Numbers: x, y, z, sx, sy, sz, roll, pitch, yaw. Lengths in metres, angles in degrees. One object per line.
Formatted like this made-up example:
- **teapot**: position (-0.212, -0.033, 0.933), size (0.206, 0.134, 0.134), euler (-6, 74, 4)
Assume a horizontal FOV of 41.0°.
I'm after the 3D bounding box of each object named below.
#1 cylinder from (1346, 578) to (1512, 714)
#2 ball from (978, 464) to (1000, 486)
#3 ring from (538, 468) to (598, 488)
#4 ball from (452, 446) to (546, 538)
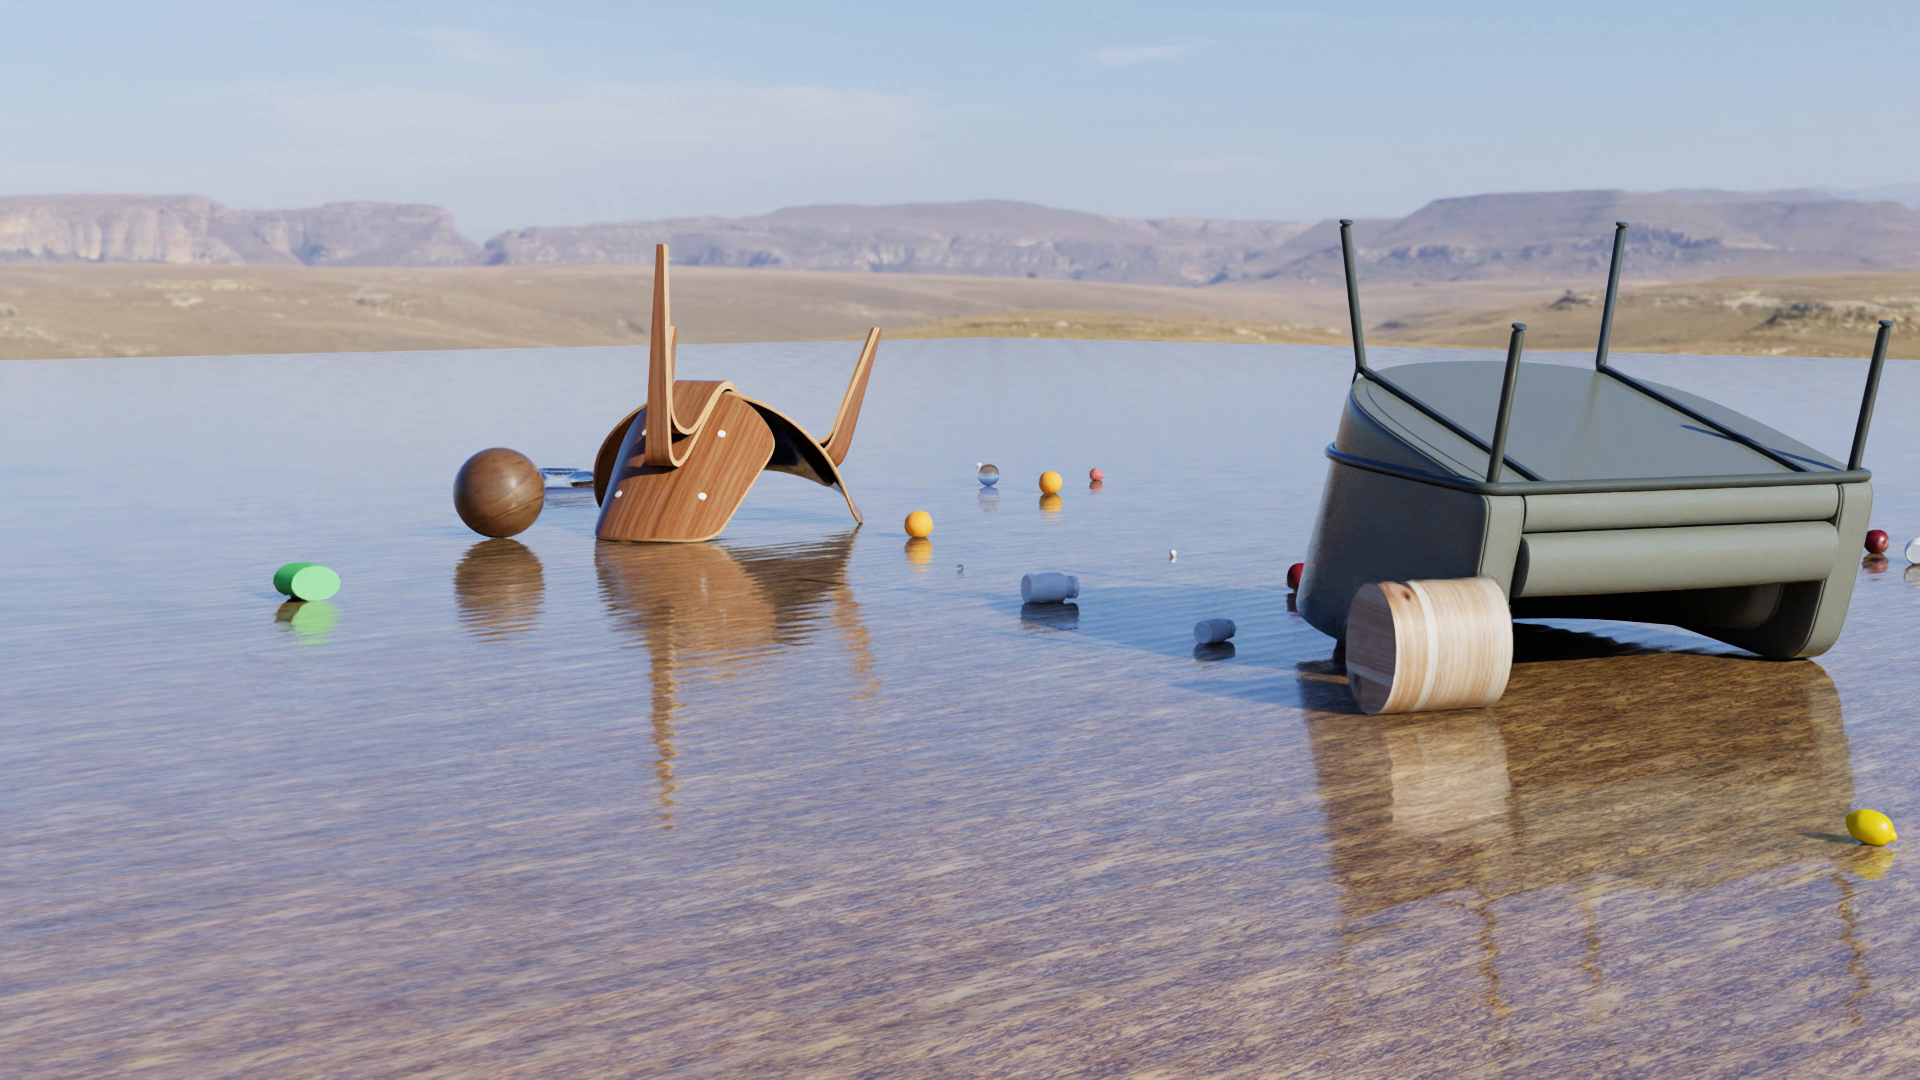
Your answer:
- **cylinder**: position (0.710, 0.159, 3.887), size (0.198, 0.201, 0.155), euler (-2, 11, -20)
- **ball**: position (0.090, -0.205, 8.061), size (0.069, 0.069, 0.069), euler (0, 6, 0)
- **ring**: position (-1.263, -0.196, 8.063), size (0.256, 0.051, 0.250), euler (3, 6, 24)
- **ball**: position (-1.158, -0.119, 6.445), size (0.230, 0.230, 0.230), euler (0, 6, 0)
